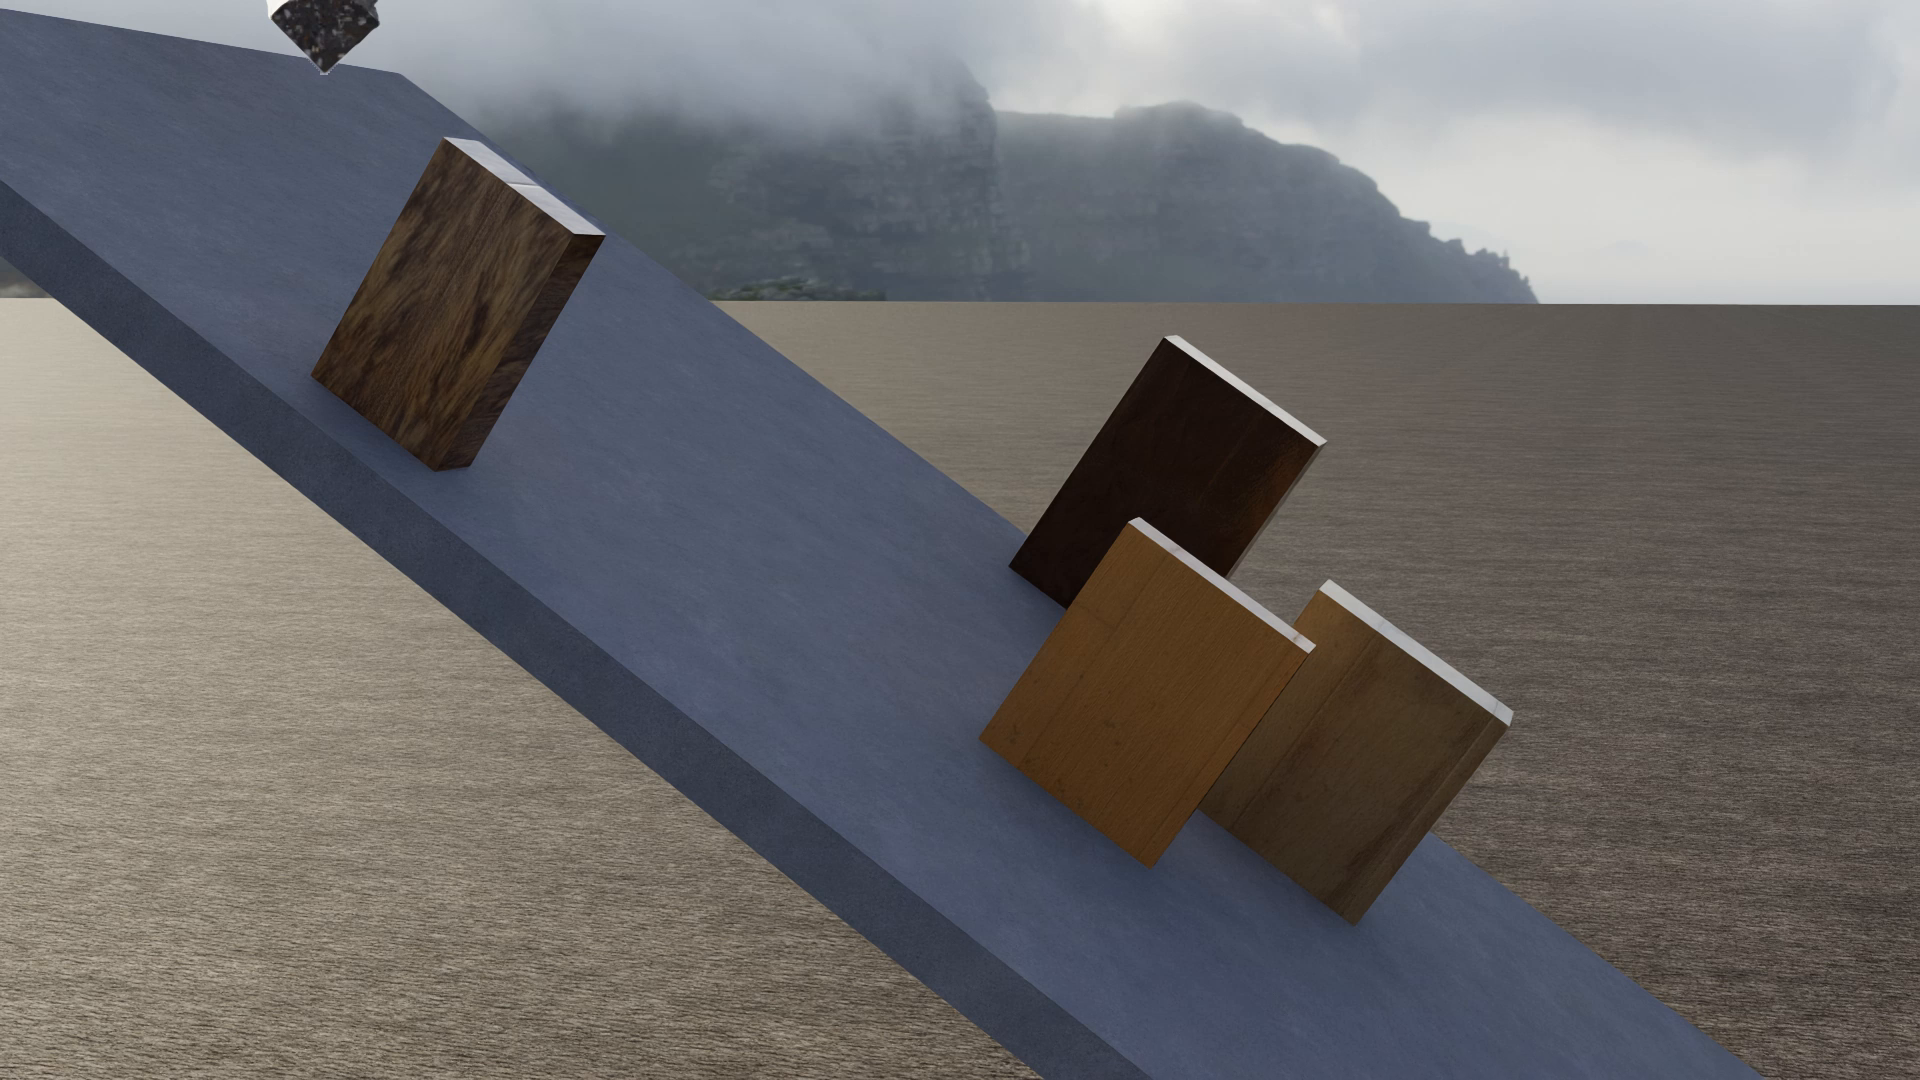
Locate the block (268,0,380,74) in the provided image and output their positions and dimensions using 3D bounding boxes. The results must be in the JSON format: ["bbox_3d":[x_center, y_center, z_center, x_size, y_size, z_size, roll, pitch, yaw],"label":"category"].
[{"bbox_3d":[-1.317,-1.092,4.548,0.154,0.154,0.154,-40,31,4],"label":"block"}]

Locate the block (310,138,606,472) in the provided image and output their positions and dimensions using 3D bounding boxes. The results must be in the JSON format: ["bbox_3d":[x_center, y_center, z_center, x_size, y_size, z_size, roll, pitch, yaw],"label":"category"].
[{"bbox_3d":[-0.773,-0.360,3.379,0.258,0.435,0.106,37,15,10],"label":"block"}]

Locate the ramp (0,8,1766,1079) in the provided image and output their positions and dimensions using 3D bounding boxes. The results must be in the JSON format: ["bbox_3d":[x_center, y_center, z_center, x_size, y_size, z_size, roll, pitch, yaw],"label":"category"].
[{"bbox_3d":[-0.108,0.186,4.090,4.000,0.100,2.000,37,15,10],"label":"ramp"}]

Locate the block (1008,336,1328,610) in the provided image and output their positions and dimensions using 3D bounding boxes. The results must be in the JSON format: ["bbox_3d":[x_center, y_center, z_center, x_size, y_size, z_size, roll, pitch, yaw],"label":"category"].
[{"bbox_3d":[0.439,-0.076,4.682,0.392,0.597,0.141,37,15,10],"label":"block"}]

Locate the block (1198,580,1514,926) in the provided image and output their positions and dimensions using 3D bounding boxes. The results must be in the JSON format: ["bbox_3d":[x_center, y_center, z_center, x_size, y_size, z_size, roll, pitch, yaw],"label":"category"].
[{"bbox_3d":[0.703,0.388,4.047,0.411,0.468,0.140,37,15,10],"label":"block"}]

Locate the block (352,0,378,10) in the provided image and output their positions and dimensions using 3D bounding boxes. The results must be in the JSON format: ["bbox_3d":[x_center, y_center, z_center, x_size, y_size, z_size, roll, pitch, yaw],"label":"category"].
[{"bbox_3d":[-1.145,-1.112,4.218,0.110,0.110,0.110,27,-32,-33],"label":"block"}]

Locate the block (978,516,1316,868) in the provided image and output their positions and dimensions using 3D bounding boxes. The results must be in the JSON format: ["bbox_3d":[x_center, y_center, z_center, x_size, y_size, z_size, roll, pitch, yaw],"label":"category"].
[{"bbox_3d":[0.308,0.255,3.671,0.362,0.456,0.085,37,15,10],"label":"block"}]
